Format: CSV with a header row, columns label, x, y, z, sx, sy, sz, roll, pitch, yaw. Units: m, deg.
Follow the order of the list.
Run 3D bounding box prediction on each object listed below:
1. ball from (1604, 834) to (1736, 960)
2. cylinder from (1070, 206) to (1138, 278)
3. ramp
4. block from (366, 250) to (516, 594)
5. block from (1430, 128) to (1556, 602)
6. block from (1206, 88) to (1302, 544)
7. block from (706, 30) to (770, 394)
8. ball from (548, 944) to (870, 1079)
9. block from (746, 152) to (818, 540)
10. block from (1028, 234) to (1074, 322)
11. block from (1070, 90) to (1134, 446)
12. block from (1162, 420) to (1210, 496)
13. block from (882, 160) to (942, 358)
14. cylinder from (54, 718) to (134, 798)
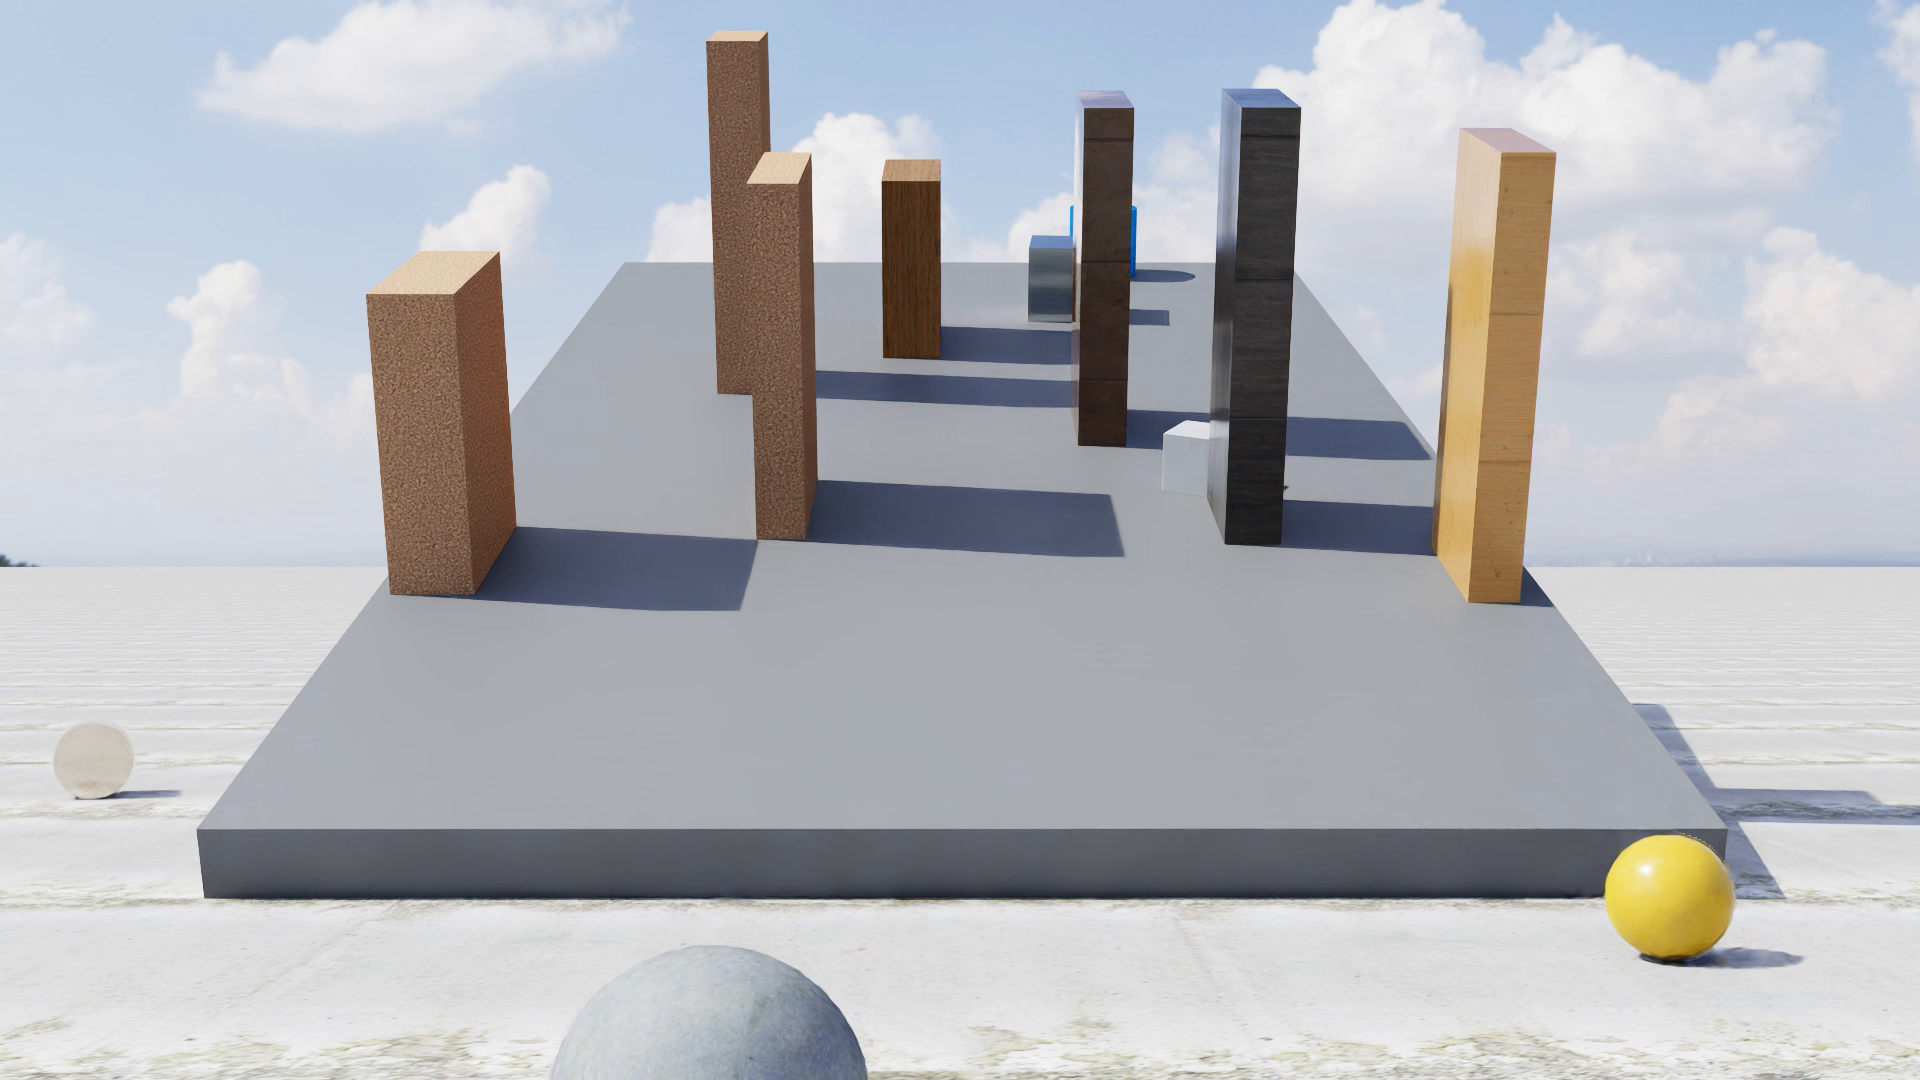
label,x,y,z,sx,sy,sz,roll,pitch,yaw
ball,0.792,0.398,2.490,0.140,0.140,0.140,0,-1,0
cylinder,0.417,-0.874,6.522,0.195,0.195,0.195,0,18,0
ramp,-0.003,-0.182,4.835,2.000,0.100,4.000,0,18,0
block,-0.900,-0.214,3.911,0.143,0.519,0.392,0,18,0
block,0.902,-0.301,3.802,0.088,0.756,0.308,0,18,0
block,0.534,-0.412,4.096,0.103,0.789,0.297,0,18,0
block,-0.502,-0.757,5.157,0.116,0.799,0.255,0,18,0
ball,-0.157,0.356,1.397,0.203,0.203,0.203,0,-1,0
block,-0.329,-0.372,4.190,0.090,0.653,0.395,0,18,0
block,0.286,-0.700,5.971,0.197,0.197,0.197,1,18,4
block,0.301,-0.585,4.770,0.102,0.707,0.316,0,18,0
block,0.477,-0.161,4.414,0.116,0.116,0.116,9,20,26
block,-0.120,-0.713,5.619,0.142,0.436,0.372,0,18,0
cylinder,-1.641,0.413,4.231,0.141,0.141,0.141,0,-1,-21
